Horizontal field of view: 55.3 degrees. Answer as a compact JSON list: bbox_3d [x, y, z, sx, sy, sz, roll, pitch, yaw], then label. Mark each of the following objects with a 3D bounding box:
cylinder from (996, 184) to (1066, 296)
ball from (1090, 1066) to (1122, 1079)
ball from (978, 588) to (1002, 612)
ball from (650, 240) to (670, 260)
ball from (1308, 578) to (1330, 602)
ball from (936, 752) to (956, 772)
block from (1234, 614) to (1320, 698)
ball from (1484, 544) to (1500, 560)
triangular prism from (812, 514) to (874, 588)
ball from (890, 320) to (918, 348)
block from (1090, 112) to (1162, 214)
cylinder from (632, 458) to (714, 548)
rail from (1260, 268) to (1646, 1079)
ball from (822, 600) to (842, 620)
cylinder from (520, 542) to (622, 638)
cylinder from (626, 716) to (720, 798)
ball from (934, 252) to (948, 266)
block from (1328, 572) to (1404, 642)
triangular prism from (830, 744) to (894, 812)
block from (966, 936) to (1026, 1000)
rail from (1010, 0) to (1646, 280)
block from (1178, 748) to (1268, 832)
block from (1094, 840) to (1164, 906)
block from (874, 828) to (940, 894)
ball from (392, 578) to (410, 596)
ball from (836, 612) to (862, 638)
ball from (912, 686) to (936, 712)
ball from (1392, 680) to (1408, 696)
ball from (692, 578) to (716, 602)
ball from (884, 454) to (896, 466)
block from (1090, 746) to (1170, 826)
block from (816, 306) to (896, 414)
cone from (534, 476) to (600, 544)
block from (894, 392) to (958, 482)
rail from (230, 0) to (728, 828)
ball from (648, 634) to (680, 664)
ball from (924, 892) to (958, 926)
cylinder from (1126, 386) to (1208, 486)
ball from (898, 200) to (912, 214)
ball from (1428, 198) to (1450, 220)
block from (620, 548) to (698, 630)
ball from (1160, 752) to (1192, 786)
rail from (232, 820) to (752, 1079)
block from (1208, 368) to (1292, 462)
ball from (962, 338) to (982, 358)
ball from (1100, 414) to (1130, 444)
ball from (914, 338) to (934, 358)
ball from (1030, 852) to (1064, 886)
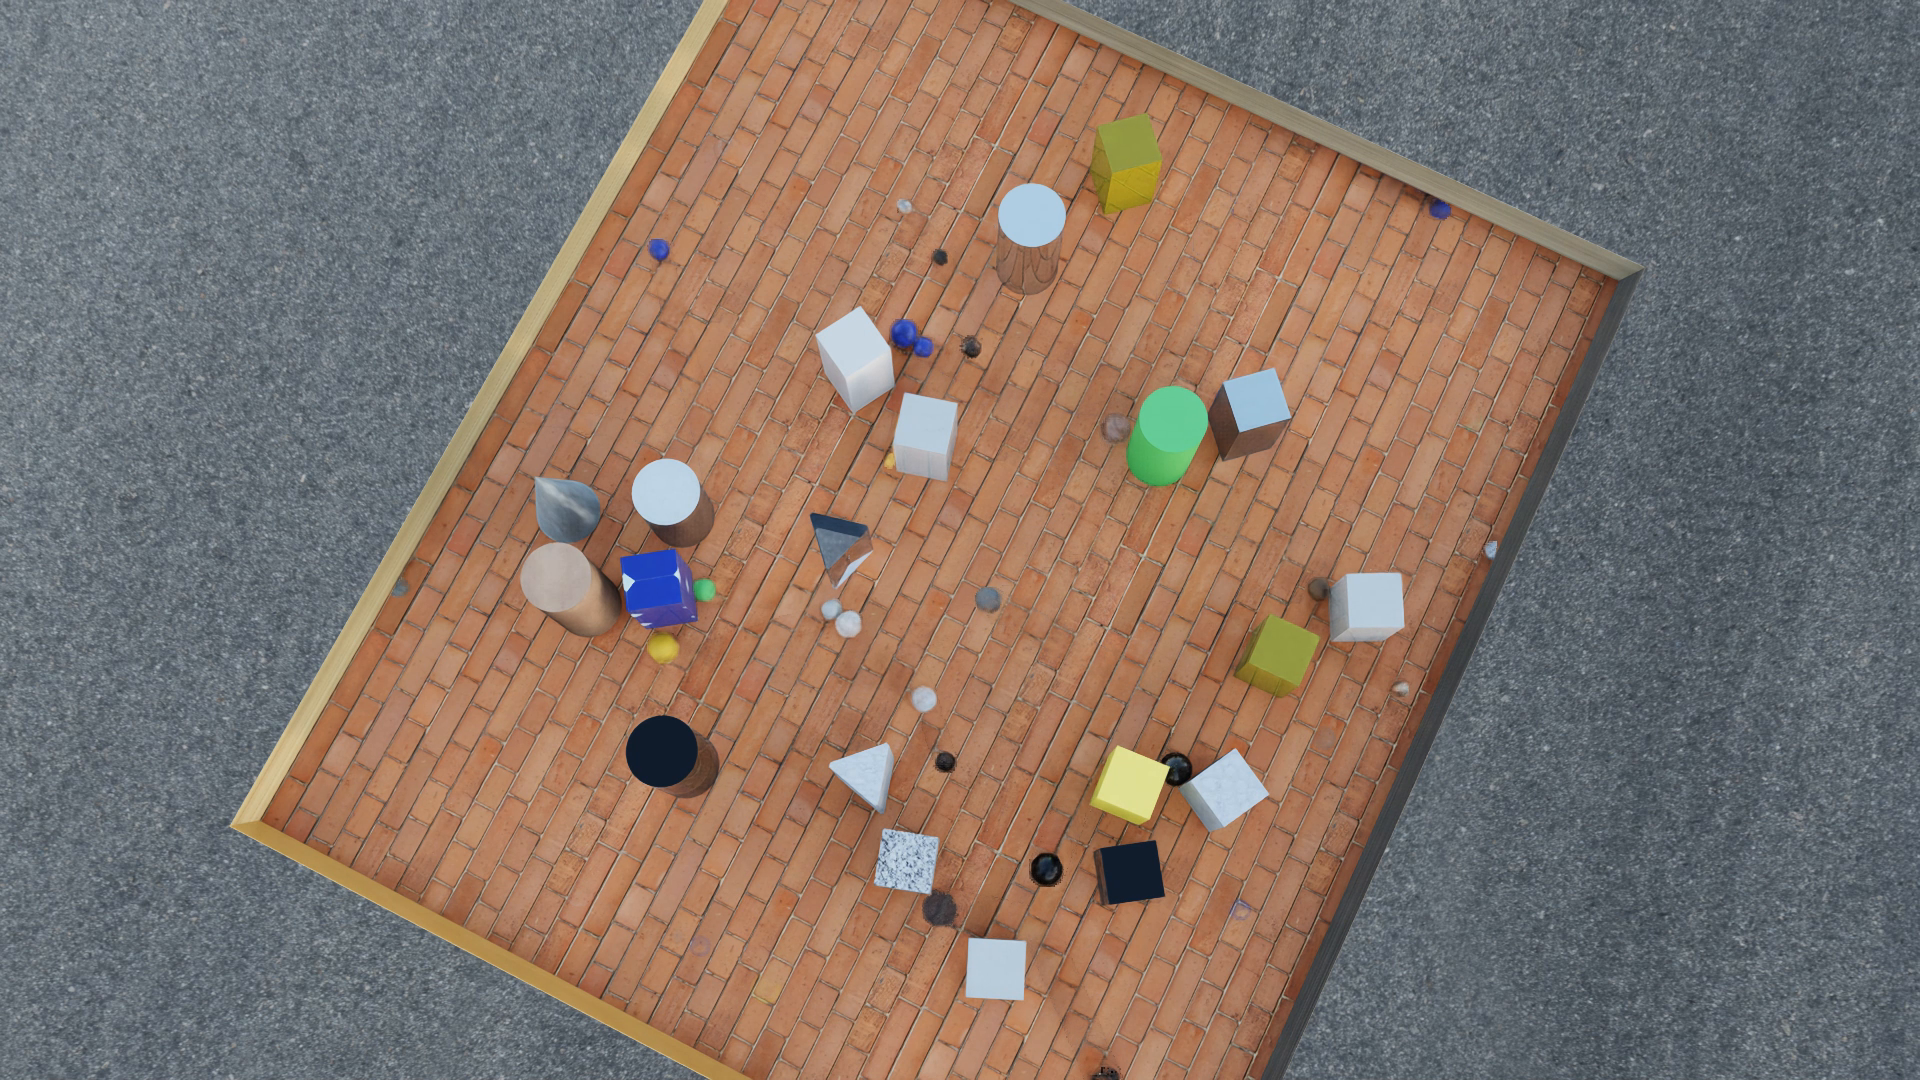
[{"bbox_3d":[0.212,-0.911,5.588,0.198,0.424,0.198,0,78,0],"label":"cylinder"},{"bbox_3d":[0.418,1.555,5.249,0.089,0.089,0.089,0,78,0],"label":"ball"},{"bbox_3d":[0.089,0.183,5.542,0.073,0.073,0.073,0,78,0],"label":"ball"},{"bbox_3d":[-0.947,-0.912,5.774,0.062,0.062,0.062,0,78,0],"label":"ball"},{"bbox_3d":[1.087,0.151,5.551,0.068,0.068,0.068,0,78,0],"label":"ball"},{"bbox_3d":[-0.043,0.660,5.450,0.058,0.058,0.058,0,78,0],"label":"ball"},{"bbox_3d":[0.929,0.344,5.391,0.158,0.302,0.158,25,79,5],"label":"block"},{"bbox_3d":[1.624,0.037,5.583,0.050,0.050,0.050,0,78,0],"label":"ball"},{"bbox_3d":[-0.378,0.006,5.450,0.148,0.323,0.171,43,81,8],"label":"triangular prism"},{"bbox_3d":[-0.174,-0.641,5.707,0.084,0.084,0.084,0,78,0],"label":"ball"},{"bbox_3d":[0.512,-1.163,5.686,0.158,0.336,0.158,-15,79,-3],"label":"block"},{"bbox_3d":[-0.852,-0.106,5.470,0.198,0.330,0.198,0,78,0],"label":"cylinder"},{"bbox_3d":[1.333,0.659,5.413,0.045,0.129,3.423,26,80,5],"label":"rail"},{"bbox_3d":[-0.388,0.212,5.541,0.062,0.062,0.062,0,78,0],"label":"ball"},{"bbox_3d":[-1.129,0.151,5.346,0.198,0.468,0.198,0,78,0],"label":"cylinder"},{"bbox_3d":[-0.818,0.626,5.250,0.198,0.463,0.198,0,78,0],"label":"cylinder"},{"bbox_3d":[-0.060,-0.889,5.778,0.044,0.044,0.044,0,78,0],"label":"ball"},{"bbox_3d":[1.201,0.202,5.433,0.158,0.278,0.158,-1,78,0],"label":"block"},{"bbox_3d":[-0.247,0.662,5.259,0.171,0.433,0.148,40,81,8],"label":"triangular prism"},{"bbox_3d":[0.099,1.213,5.198,0.158,0.327,0.158,3,78,1],"label":"block"},{"bbox_3d":[0.755,-1.471,5.855,3.027,0.129,0.045,26,80,5],"label":"rail"},{"bbox_3d":[0.759,0.728,5.306,0.158,0.313,0.158,-35,80,-7],"label":"block"},{"bbox_3d":[0.483,0.959,5.270,0.158,0.290,0.158,-8,78,-2],"label":"block"},{"bbox_3d":[-0.151,0.931,5.289,0.158,0.264,0.158,9,78,2],"label":"block"},{"bbox_3d":[-1.697,0.143,5.561,0.052,0.052,0.052,0,78,0],"label":"ball"},{"bbox_3d":[-0.335,0.256,5.523,0.079,0.079,0.079,0,78,0],"label":"ball"},{"bbox_3d":[-0.109,0.474,5.480,0.075,0.075,0.075,0,78,0],"label":"ball"},{"bbox_3d":[1.323,0.444,5.502,0.045,0.045,0.045,0,78,0],"label":"ball"},{"bbox_3d":[-0.773,0.152,5.549,0.071,0.071,0.071,0,78,0],"label":"ball"},{"bbox_3d":[-0.212,-0.246,5.646,0.042,0.042,0.042,0,78,0],"label":"ball"},{"bbox_3d":[0.488,0.714,5.307,0.158,0.318,0.158,22,79,4],"label":"block"},{"bbox_3d":[-0.312,-0.539,5.532,0.158,0.384,0.158,-34,80,-7],"label":"block"},{"bbox_3d":[-1.204,-0.133,5.411,0.198,0.457,0.198,0,78,0],"label":"cone"},{"bbox_3d":[-0.101,-0.306,5.508,0.158,0.337,0.158,12,79,2],"label":"block"},{"bbox_3d":[-1.333,-0.646,5.684,0.045,0.129,3.423,26,80,5],"label":"rail"},{"bbox_3d":[-0.889,0.326,5.503,0.090,0.090,0.090,0,78,0],"label":"ball"},{"bbox_3d":[-0.057,1.075,5.344,0.098,0.098,0.098,0,78,0],"label":"ball"},{"bbox_3d":[0.613,-0.304,5.465,0.198,0.420,0.198,0,78,0],"label":"cylinder"},{"bbox_3d":[-0.173,-1.057,5.814,0.042,0.042,0.042,0,78,0],"label":"ball"},{"bbox_3d":[1.516,-1.048,5.801,0.063,0.063,0.063,0,78,0],"label":"ball"},{"bbox_3d":[-0.885,0.148,5.414,0.158,0.336,0.158,-9,78,-2],"label":"block"},{"bbox_3d":[0.638,0.679,5.426,0.099,0.099,0.099,0,78,0],"label":"ball"},{"bbox_3d":[-0.755,1.485,5.242,3.027,0.129,0.045,26,80,5],"label":"rail"},{"bbox_3d":[0.866,-0.373,5.513,0.158,0.354,0.158,-16,79,-3],"label":"block"},{"bbox_3d":[0.037,-0.599,5.710,0.061,0.061,0.061,0,78,0],"label":"ball"},{"bbox_3d":[0.478,-0.341,5.641,0.090,0.090,0.090,0,78,0],"label":"ball"},{"bbox_3d":[-0.113,-0.599,5.708,0.064,0.064,0.064,0,78,0],"label":"ball"},{"bbox_3d":[0.254,0.964,5.368,0.095,0.095,0.095,0,78,0],"label":"ball"}]
